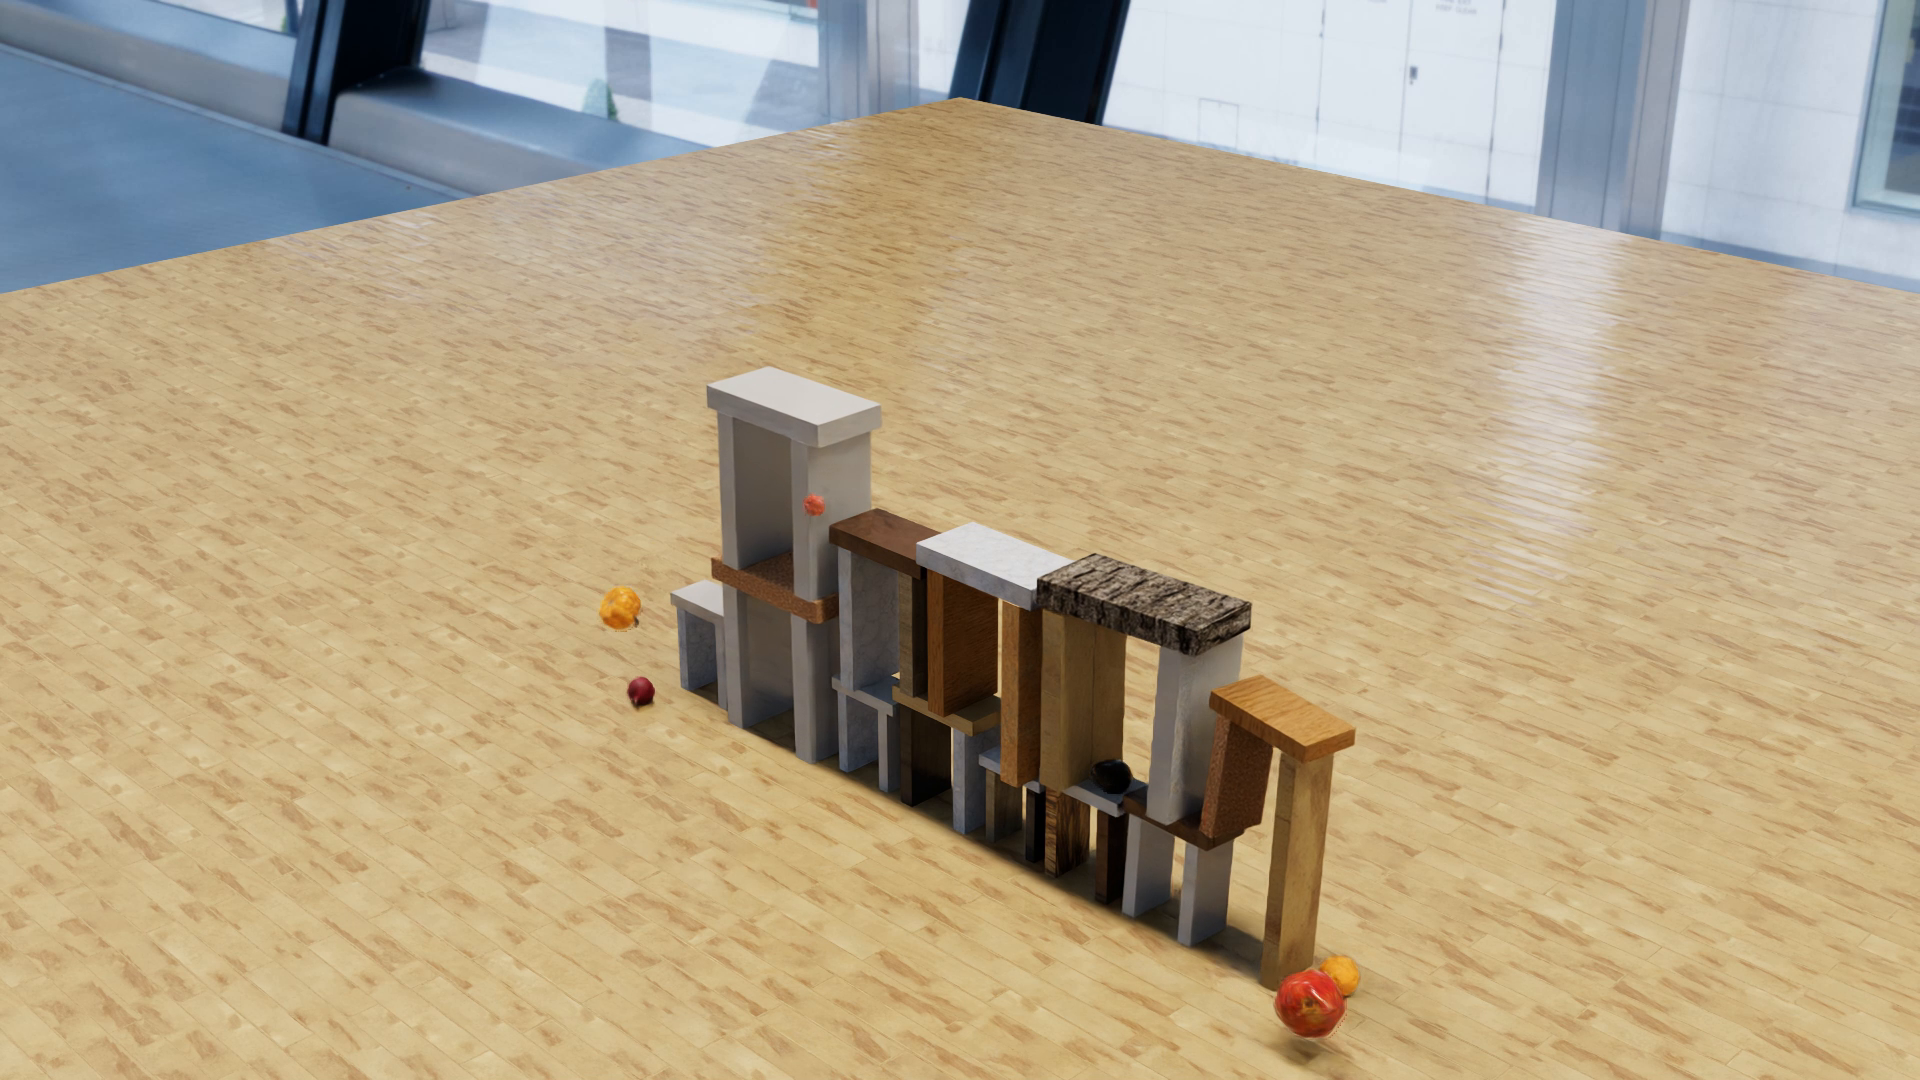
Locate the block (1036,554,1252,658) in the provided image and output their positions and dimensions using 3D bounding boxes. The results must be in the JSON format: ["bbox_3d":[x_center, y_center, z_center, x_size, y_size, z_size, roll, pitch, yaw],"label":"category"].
[{"bbox_3d":[0.326,0.113,3.933,0.347,0.049,0.174,18,26,36],"label":"block"}]

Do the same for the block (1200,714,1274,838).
[{"bbox_3d":[0.496,0.406,3.896,0.118,0.237,0.034,-10,27,-34],"label":"block"}]

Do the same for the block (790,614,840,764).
[{"bbox_3d":[-0.273,0.289,4.647,0.048,0.337,0.168,21,31,41],"label":"block"}]

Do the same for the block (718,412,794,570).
[{"bbox_3d":[-0.423,-0.124,4.628,0.049,0.344,0.172,22,32,40],"label":"block"}]

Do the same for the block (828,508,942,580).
[{"bbox_3d":[-0.122,0.006,4.361,0.132,0.037,0.264,-21,31,-41],"label":"block"}]

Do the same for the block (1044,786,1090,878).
[{"bbox_3d":[0.208,0.543,4.230,0.028,0.196,0.098,21,31,40],"label":"block"}]

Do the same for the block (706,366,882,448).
[{"bbox_3d":[-0.340,-0.273,4.476,0.344,0.049,0.172,21,31,40],"label":"block"}]

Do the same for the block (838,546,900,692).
[{"bbox_3d":[-0.184,0.143,4.487,0.037,0.313,0.132,21,31,41],"label":"block"}]

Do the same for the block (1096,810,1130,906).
[{"bbox_3d":[0.299,0.580,4.142,0.028,0.196,0.098,20,30,40],"label":"block"}]

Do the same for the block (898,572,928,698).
[{"bbox_3d":[-0.060,0.169,4.362,0.037,0.264,0.132,21,31,41],"label":"block"}]

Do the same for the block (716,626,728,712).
[{"bbox_3d":[-0.490,0.268,4.870,0.029,0.203,0.101,21,31,41],"label":"block"}]

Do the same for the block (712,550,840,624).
[{"bbox_3d":[-0.352,0.082,4.645,0.337,0.048,0.168,21,31,40],"label":"block"}]

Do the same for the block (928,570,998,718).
[{"bbox_3d":[0.006,0.179,4.286,0.043,0.304,0.152,21,31,41],"label":"block"}]

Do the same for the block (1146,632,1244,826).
[{"bbox_3d":[0.422,0.323,3.949,0.174,0.347,0.049,-17,29,-42],"label":"block"}]

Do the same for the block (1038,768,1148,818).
[{"bbox_3d":[0.254,0.458,4.142,0.196,0.028,0.098,21,31,40],"label":"block"}]

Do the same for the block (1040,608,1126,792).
[{"bbox_3d":[0.230,0.274,4.084,0.174,0.358,0.049,-20,30,-39],"label":"block"}]

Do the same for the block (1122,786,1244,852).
[{"bbox_3d":[0.407,0.501,4.011,0.103,0.029,0.205,-16,28,-41],"label":"block"}]

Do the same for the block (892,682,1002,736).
[{"bbox_3d":[-0.016,0.322,4.381,0.227,0.032,0.113,21,31,41],"label":"block"}]

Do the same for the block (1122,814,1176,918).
[{"bbox_3d":[0.354,0.591,4.097,0.103,0.205,0.029,-17,28,-41],"label":"block"}]

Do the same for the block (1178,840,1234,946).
[{"bbox_3d":[0.449,0.630,4.007,0.103,0.205,0.029,-17,28,-41],"label":"block"}]

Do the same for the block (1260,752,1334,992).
[{"bbox_3d":[0.587,0.562,3.833,0.034,0.471,0.118,21,31,37],"label":"block"}]

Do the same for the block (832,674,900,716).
[{"bbox_3d":[-0.169,0.308,4.532,0.184,0.026,0.092,21,31,41],"label":"block"}]

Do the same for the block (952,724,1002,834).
[{"bbox_3d":[0.038,0.462,4.382,0.032,0.227,0.113,21,31,41],"label":"block"}]

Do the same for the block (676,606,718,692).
[{"bbox_3d":[-0.585,0.230,4.959,0.101,0.202,0.029,-21,31,-41],"label":"block"}]

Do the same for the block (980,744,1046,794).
[{"bbox_3d":[0.123,0.441,4.278,0.081,0.023,0.162,-21,31,-40],"label":"block"}]

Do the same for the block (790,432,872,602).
[{"bbox_3d":[-0.260,-0.061,4.480,0.049,0.344,0.172,22,31,40],"label":"block"}]

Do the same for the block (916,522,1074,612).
[{"bbox_3d":[0.077,0.047,4.153,0.152,0.043,0.304,-21,31,-40],"label":"block"}]

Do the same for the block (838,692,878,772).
[{"bbox_3d":[-0.212,0.387,4.613,0.026,0.184,0.092,21,31,41],"label":"block"}]

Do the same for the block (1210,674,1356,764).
[{"bbox_3d":[0.553,0.306,3.784,0.118,0.034,0.237,-14,29,-33],"label":"block"}]

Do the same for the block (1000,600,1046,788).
[{"bbox_3d":[0.147,0.270,4.167,0.043,0.378,0.152,21,31,41],"label":"block"}]

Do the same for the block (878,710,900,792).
[{"bbox_3d":[-0.125,0.421,4.533,0.026,0.184,0.092,21,31,41],"label":"block"}]

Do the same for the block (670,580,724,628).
[{"bbox_3d":[-0.537,0.143,4.868,0.203,0.029,0.101,21,31,40],"label":"block"}]

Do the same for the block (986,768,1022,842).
[{"bbox_3d":[0.088,0.510,4.350,0.023,0.162,0.081,21,31,41],"label":"block"}]

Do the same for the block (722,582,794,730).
[{"bbox_3d":[-0.431,0.228,4.793,0.168,0.337,0.048,-21,31,-41],"label":"block"}]

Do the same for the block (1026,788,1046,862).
[{"bbox_3d":[0.164,0.540,4.280,0.081,0.162,0.023,-21,31,-41],"label":"block"}]

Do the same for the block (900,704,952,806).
[{"bbox_3d":[-0.069,0.420,4.481,0.032,0.227,0.113,21,31,41],"label":"block"}]
